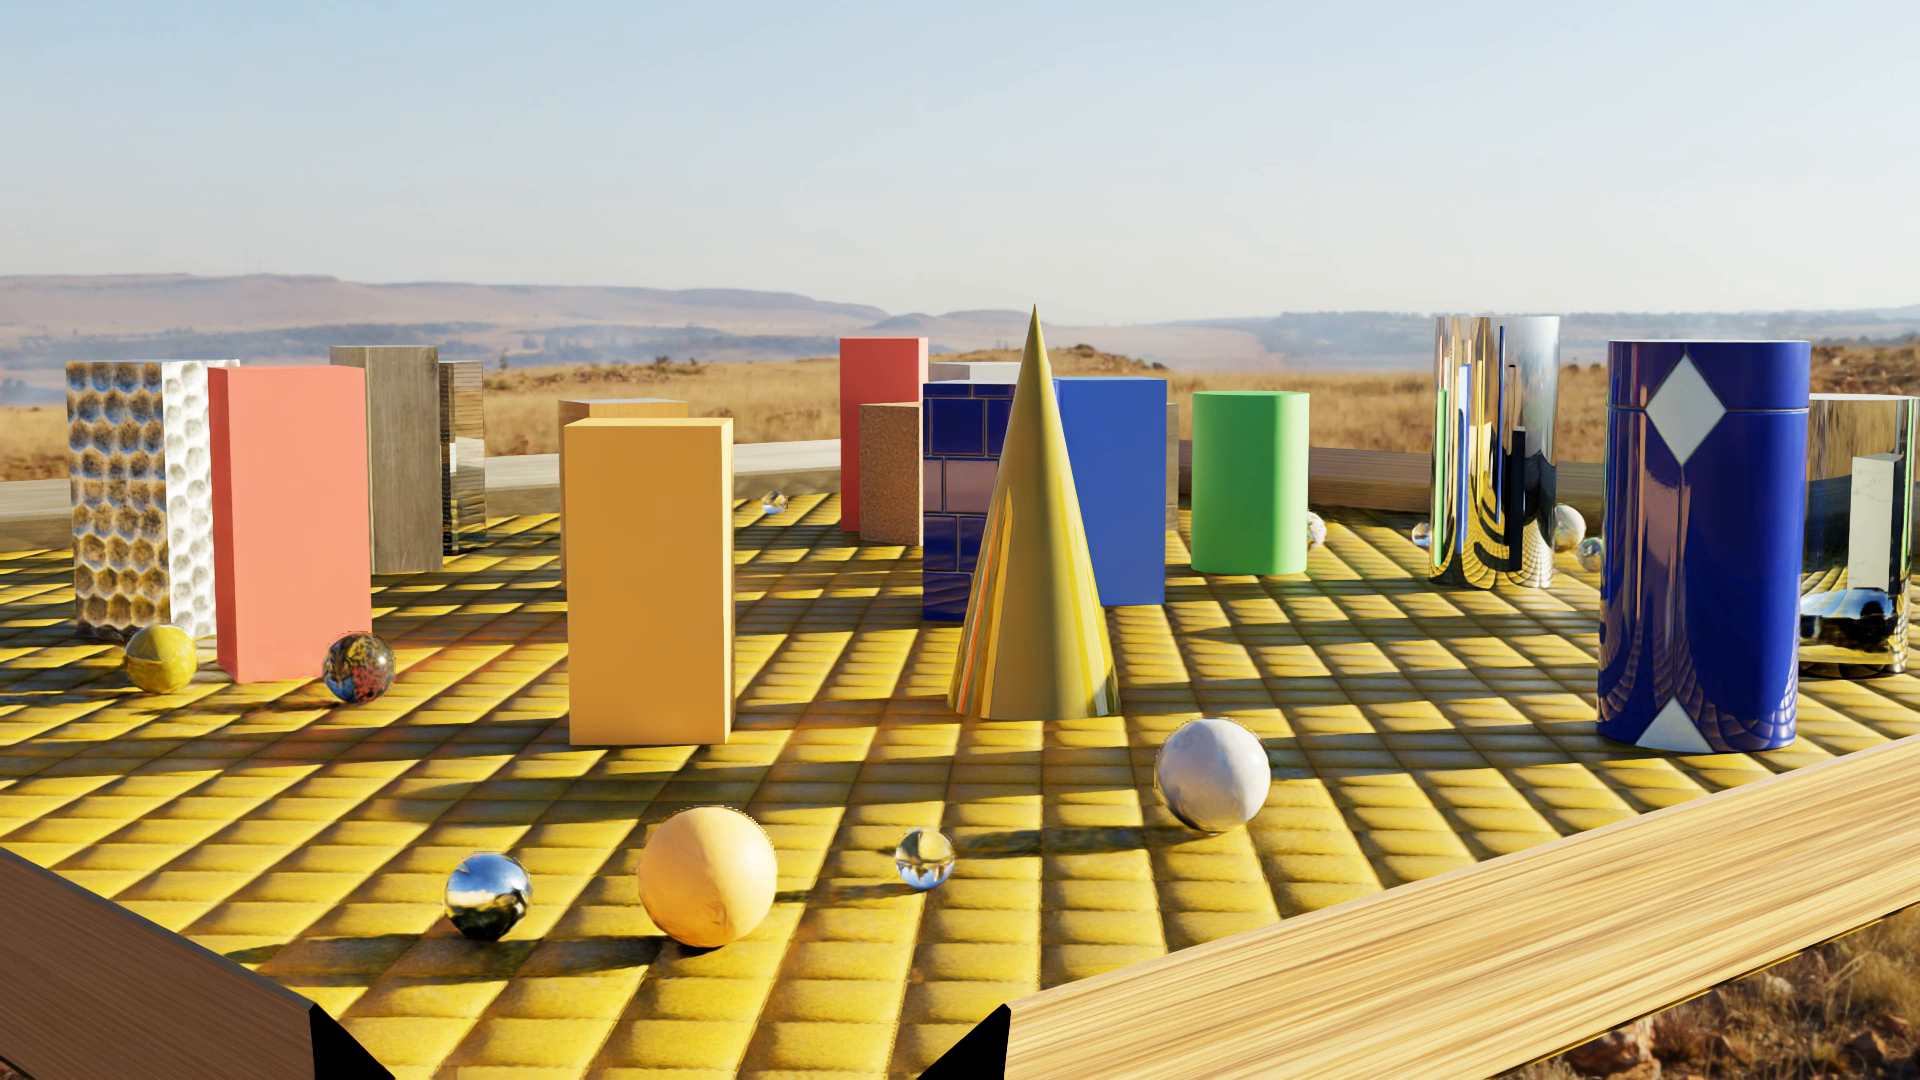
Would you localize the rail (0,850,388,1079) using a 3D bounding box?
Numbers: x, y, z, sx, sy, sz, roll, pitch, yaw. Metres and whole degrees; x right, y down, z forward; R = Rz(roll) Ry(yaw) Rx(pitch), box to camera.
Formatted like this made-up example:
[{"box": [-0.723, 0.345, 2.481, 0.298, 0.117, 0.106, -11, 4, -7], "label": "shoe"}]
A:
[{"box": [-1.308, 0.159, 2.132, 0.045, 0.130, 3.468, -5, 8, -42], "label": "rail"}]

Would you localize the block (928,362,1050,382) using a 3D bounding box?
[{"box": [0.052, -0.137, 3.901, 0.160, 0.353, 0.160, -3, 7, -27], "label": "block"}]

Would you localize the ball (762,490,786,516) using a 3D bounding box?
[{"box": [-0.407, -0.081, 4.810, 0.053, 0.053, 0.053, 0, 6, 0], "label": "ball"}]

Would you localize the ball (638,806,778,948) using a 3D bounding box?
[{"box": [-0.177, 0.237, 1.545, 0.098, 0.098, 0.098, 0, 6, 0], "label": "ball"}]

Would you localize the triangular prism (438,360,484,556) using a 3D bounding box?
[{"box": [-0.946, -0.157, 4.097, 0.173, 0.352, 0.150, 4, 7, 35], "label": "triangular prism"}]

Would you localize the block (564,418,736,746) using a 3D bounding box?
[{"box": [-0.324, 0.039, 2.329, 0.160, 0.329, 0.160, 0, 6, -2], "label": "block"}]

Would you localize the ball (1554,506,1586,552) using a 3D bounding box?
[{"box": [1.116, -0.021, 4.081, 0.086, 0.086, 0.086, 0, 6, 0], "label": "ball"}]

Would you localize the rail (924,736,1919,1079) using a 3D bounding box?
[{"box": [1.160, 0.164, 2.081, 3.606, 0.130, 0.045, -5, 8, -42], "label": "rail"}]

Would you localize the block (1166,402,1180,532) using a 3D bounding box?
[{"box": [0.339, -0.152, 4.505, 0.160, 0.258, 0.160, -2, 6, -22], "label": "block"}]

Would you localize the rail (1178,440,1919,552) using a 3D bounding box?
[{"box": [1.308, -0.091, 4.532, 0.045, 0.130, 3.468, -5, 8, -42], "label": "rail"}]

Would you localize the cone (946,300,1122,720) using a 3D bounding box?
[{"box": [0.084, -0.040, 2.473, 0.200, 0.457, 0.200, 0, 6, 0], "label": "cone"}]

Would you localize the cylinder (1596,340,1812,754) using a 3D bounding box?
[{"box": [0.775, -0.001, 2.299, 0.200, 0.414, 0.200, 0, 6, 0], "label": "cylinder"}]

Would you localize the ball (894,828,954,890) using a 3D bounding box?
[{"box": [-0.027, 0.247, 1.700, 0.046, 0.046, 0.046, 0, 6, 0], "label": "ball"}]

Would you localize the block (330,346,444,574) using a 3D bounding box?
[{"box": [-0.992, -0.142, 3.802, 0.160, 0.384, 0.160, -2, 6, -23], "label": "block"}]

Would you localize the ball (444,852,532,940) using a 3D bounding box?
[{"box": [-0.335, 0.253, 1.563, 0.061, 0.061, 0.061, 0, 6, 0], "label": "ball"}]

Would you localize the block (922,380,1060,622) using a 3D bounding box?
[{"box": [0.046, -0.059, 3.211, 0.160, 0.342, 0.160, 2, 6, 17], "label": "block"}]

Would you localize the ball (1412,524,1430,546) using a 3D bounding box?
[{"box": [0.879, -0.010, 4.172, 0.044, 0.044, 0.044, 0, 6, 0], "label": "ball"}]

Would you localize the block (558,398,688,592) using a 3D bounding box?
[{"box": [-0.532, -0.068, 3.481, 0.160, 0.304, 0.160, -3, 7, -27], "label": "block"}]

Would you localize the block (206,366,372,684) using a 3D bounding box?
[{"box": [-0.831, -0.026, 2.726, 0.160, 0.375, 0.160, -3, 7, -27], "label": "block"}]

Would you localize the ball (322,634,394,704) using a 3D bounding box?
[{"box": [-0.684, 0.146, 2.500, 0.080, 0.080, 0.080, 0, 6, 0], "label": "ball"}]

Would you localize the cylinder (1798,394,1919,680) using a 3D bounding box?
[{"box": [1.084, -0.010, 2.750, 0.200, 0.339, 0.200, 0, 6, 0], "label": "cylinder"}]

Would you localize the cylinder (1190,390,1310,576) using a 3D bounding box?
[{"box": [0.501, -0.102, 3.805, 0.200, 0.304, 0.200, 0, 6, 0], "label": "cylinder"}]

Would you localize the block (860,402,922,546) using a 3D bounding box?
[{"box": [-0.083, -0.132, 4.285, 0.160, 0.264, 0.160, 5, 8, 42], "label": "block"}]

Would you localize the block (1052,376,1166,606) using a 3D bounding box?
[{"box": [0.219, -0.078, 3.393, 0.160, 0.342, 0.160, -1, 6, -10], "label": "block"}]

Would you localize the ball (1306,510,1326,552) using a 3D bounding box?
[{"box": [0.636, -0.015, 4.063, 0.078, 0.078, 0.078, 0, 6, 0], "label": "ball"}]

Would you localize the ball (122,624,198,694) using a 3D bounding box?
[{"box": [-0.931, 0.139, 2.560, 0.082, 0.082, 0.082, 0, 6, 0], "label": "ball"}]

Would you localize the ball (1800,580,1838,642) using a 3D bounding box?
[{"box": [1.139, 0.096, 2.967, 0.084, 0.084, 0.084, 0, 6, 0], "label": "ball"}]

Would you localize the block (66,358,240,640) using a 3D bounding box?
[{"box": [-1.109, -0.059, 3.044, 0.160, 0.377, 0.160, 2, 6, 20], "label": "block"}]

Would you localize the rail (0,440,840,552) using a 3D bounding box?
[{"box": [-1.160, -0.096, 4.582, 3.606, 0.130, 0.045, -5, 8, -42], "label": "rail"}]

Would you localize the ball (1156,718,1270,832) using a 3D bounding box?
[{"box": [0.217, 0.202, 1.883, 0.097, 0.097, 0.097, 0, 6, 0], "label": "ball"}]

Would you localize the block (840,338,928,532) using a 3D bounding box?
[{"box": [-0.154, -0.219, 4.515, 0.160, 0.390, 0.160, 1, 6, 6], "label": "block"}]

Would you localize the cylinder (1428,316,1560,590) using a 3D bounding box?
[{"box": [0.874, -0.147, 3.599, 0.200, 0.435, 0.200, 0, 6, 0], "label": "cylinder"}]

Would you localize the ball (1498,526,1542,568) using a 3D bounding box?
[{"box": [0.973, 0.012, 3.819, 0.075, 0.075, 0.075, 0, 6, 0], "label": "ball"}]

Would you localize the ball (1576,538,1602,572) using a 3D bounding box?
[{"box": [1.087, 0.025, 3.767, 0.058, 0.058, 0.058, 0, 6, 0], "label": "ball"}]
